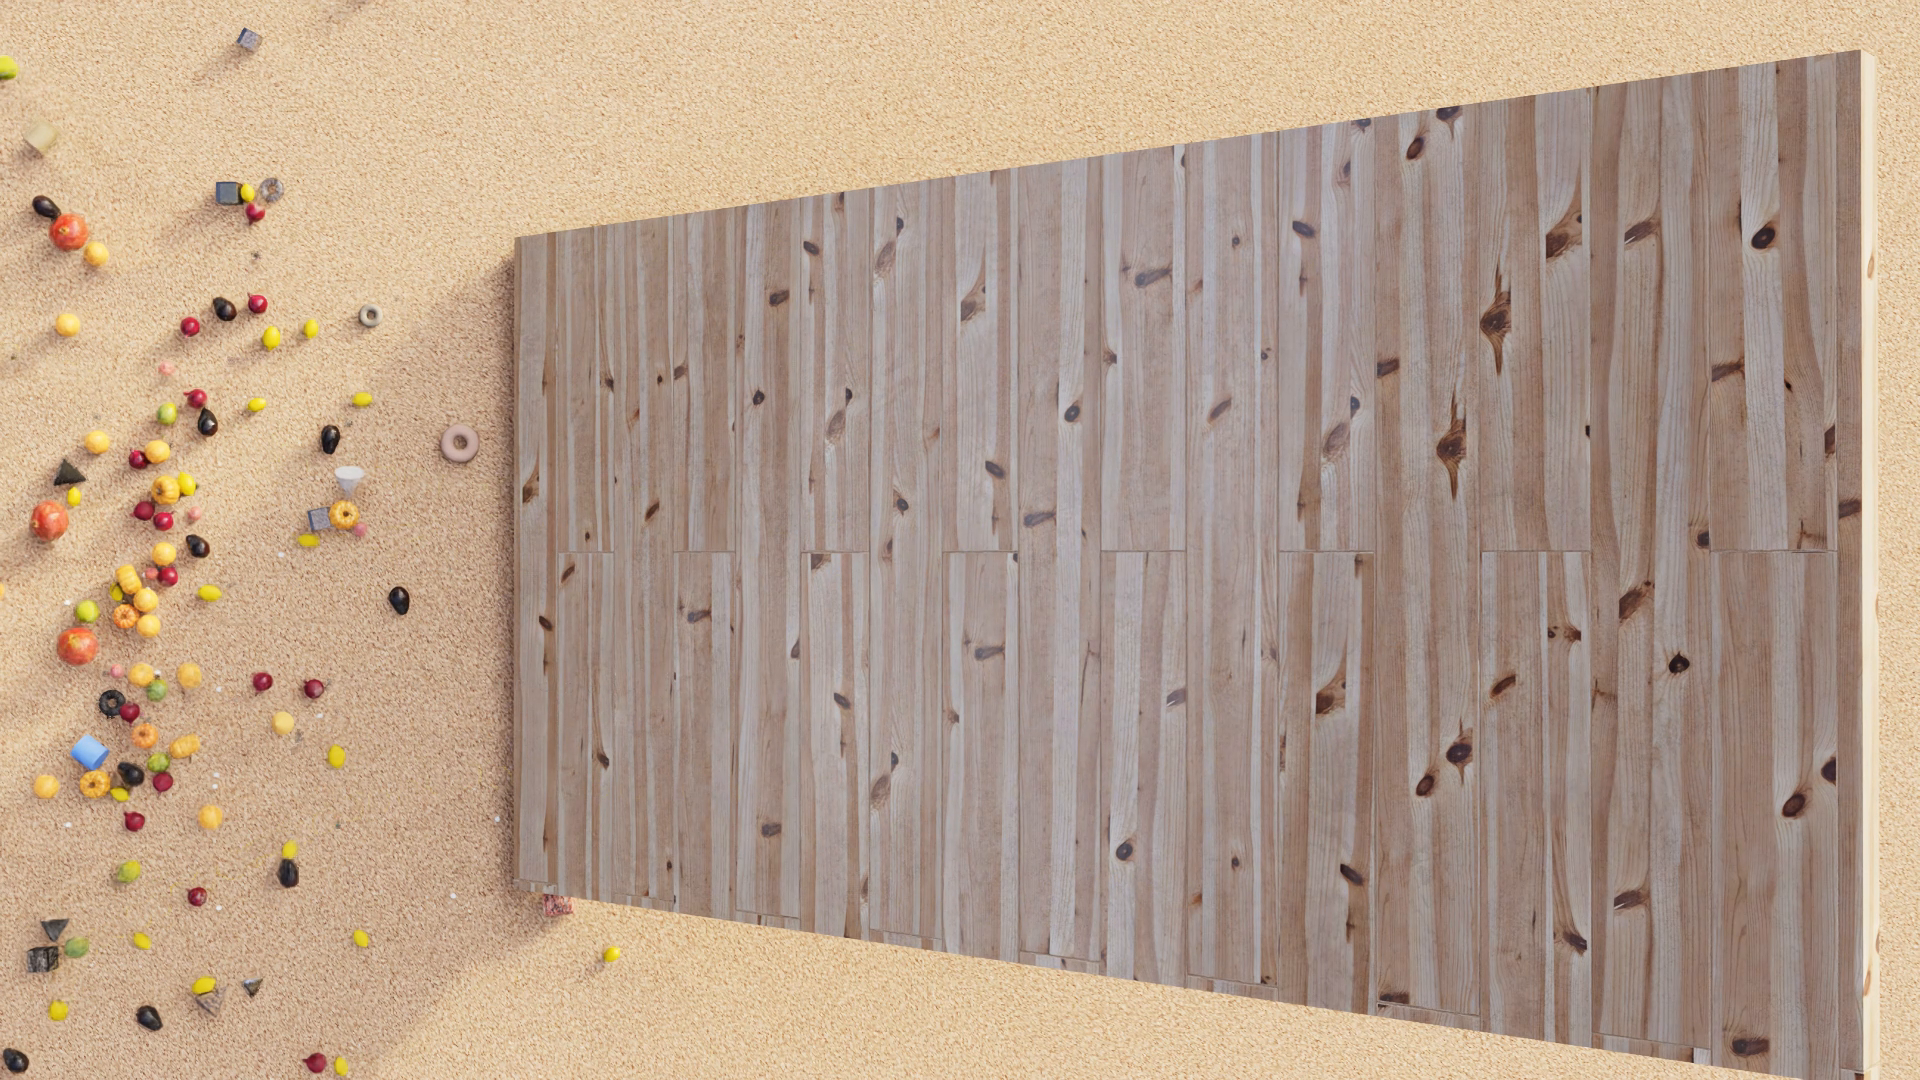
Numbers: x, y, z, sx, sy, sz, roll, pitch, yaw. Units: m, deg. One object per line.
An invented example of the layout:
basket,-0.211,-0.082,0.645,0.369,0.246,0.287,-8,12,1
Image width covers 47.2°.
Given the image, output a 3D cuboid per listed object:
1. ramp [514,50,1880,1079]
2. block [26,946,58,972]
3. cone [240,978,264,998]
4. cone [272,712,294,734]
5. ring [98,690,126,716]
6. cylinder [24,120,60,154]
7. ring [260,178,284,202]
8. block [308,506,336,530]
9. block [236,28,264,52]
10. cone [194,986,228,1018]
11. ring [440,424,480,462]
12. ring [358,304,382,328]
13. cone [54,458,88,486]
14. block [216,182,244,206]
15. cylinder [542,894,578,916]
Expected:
ramp,0.215,0.062,5.531,4.000,0.100,2.000,0,90,39
block,-2.831,1.295,6.788,0.068,0.068,0.068,-3,90,0
cone,-2.182,1.373,6.807,0.065,0.065,0.065,-27,90,-36
cone,-2.103,0.569,6.791,0.072,0.072,0.072,0,90,0
ring,-2.626,0.505,6.813,0.083,0.028,0.083,0,90,-1
cylinder,-2.837,-1.249,6.801,0.074,0.074,0.074,40,90,0
ring,-2.136,-1.086,6.824,0.078,0.026,0.078,0,90,-1
block,-1.974,-0.066,6.800,0.061,0.061,0.061,-13,90,0
block,-2.199,-1.549,6.814,0.052,0.052,0.052,28,90,0
cone,-2.298,1.413,6.800,0.092,0.092,0.092,41,63,0
ring,-1.548,-0.299,6.812,0.122,0.041,0.122,0,91,0
ring,-1.828,-0.697,6.822,0.075,0.025,0.075,0,91,0
cone,-2.745,-0.198,6.811,0.093,0.093,0.093,19,90,-26
block,-2.260,-1.072,6.805,0.063,0.063,0.063,-1,90,0
cylinder,-1.234,1.112,6.780,0.086,0.086,0.086,-8,90,7
